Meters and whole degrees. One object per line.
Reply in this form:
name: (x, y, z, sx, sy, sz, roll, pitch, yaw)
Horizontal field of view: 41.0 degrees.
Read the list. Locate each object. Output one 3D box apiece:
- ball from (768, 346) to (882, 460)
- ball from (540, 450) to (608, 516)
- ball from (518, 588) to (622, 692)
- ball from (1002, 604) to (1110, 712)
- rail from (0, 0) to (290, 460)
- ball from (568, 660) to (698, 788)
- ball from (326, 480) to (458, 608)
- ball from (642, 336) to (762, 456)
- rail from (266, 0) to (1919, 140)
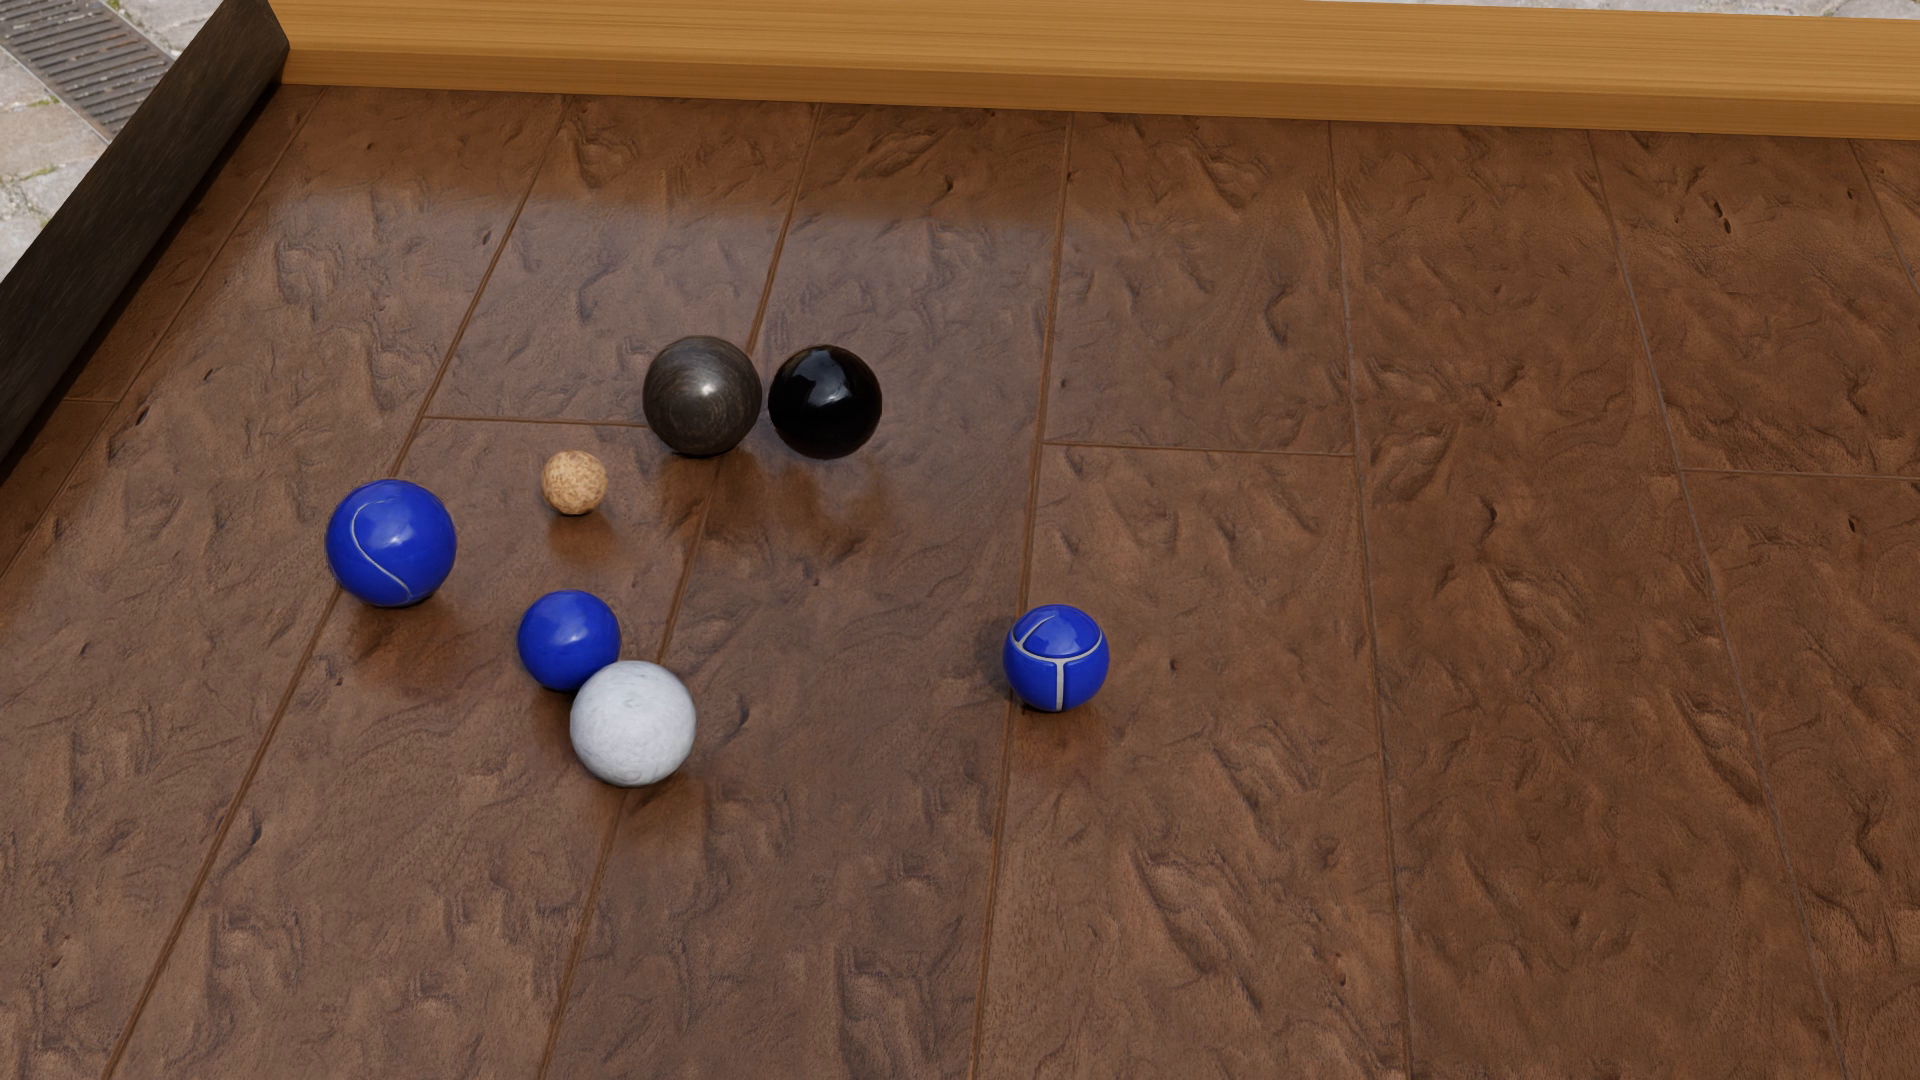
ball: (-0.105, -0.107, 2.004, 0.090, 0.090, 0.090, 0, 35, 0)
ball: (-0.293, -0.043, 1.947, 0.050, 0.050, 0.050, 0, 35, 0)
ball: (-0.269, 0.069, 1.767, 0.071, 0.071, 0.071, 0, 35, 0)
ball: (0.065, 0.080, 1.748, 0.074, 0.074, 0.074, 0, 35, 0)
rail: (-0.740, -0.053, 1.896, 0.045, 0.122, 1.609, 3, 35, 4)
ball: (-0.214, 0.120, 1.683, 0.084, 0.084, 0.084, 0, 35, 0)
ball: (-0.408, 0.002, 1.844, 0.092, 0.092, 0.092, 0, 35, 0)
ball: (-0.202, -0.113, 2.008, 0.094, 0.094, 0.094, 0, 35, 0)
rail: (0.826, -0.430, 2.436, 3.063, 0.122, 0.045, 3, 35, 4)
